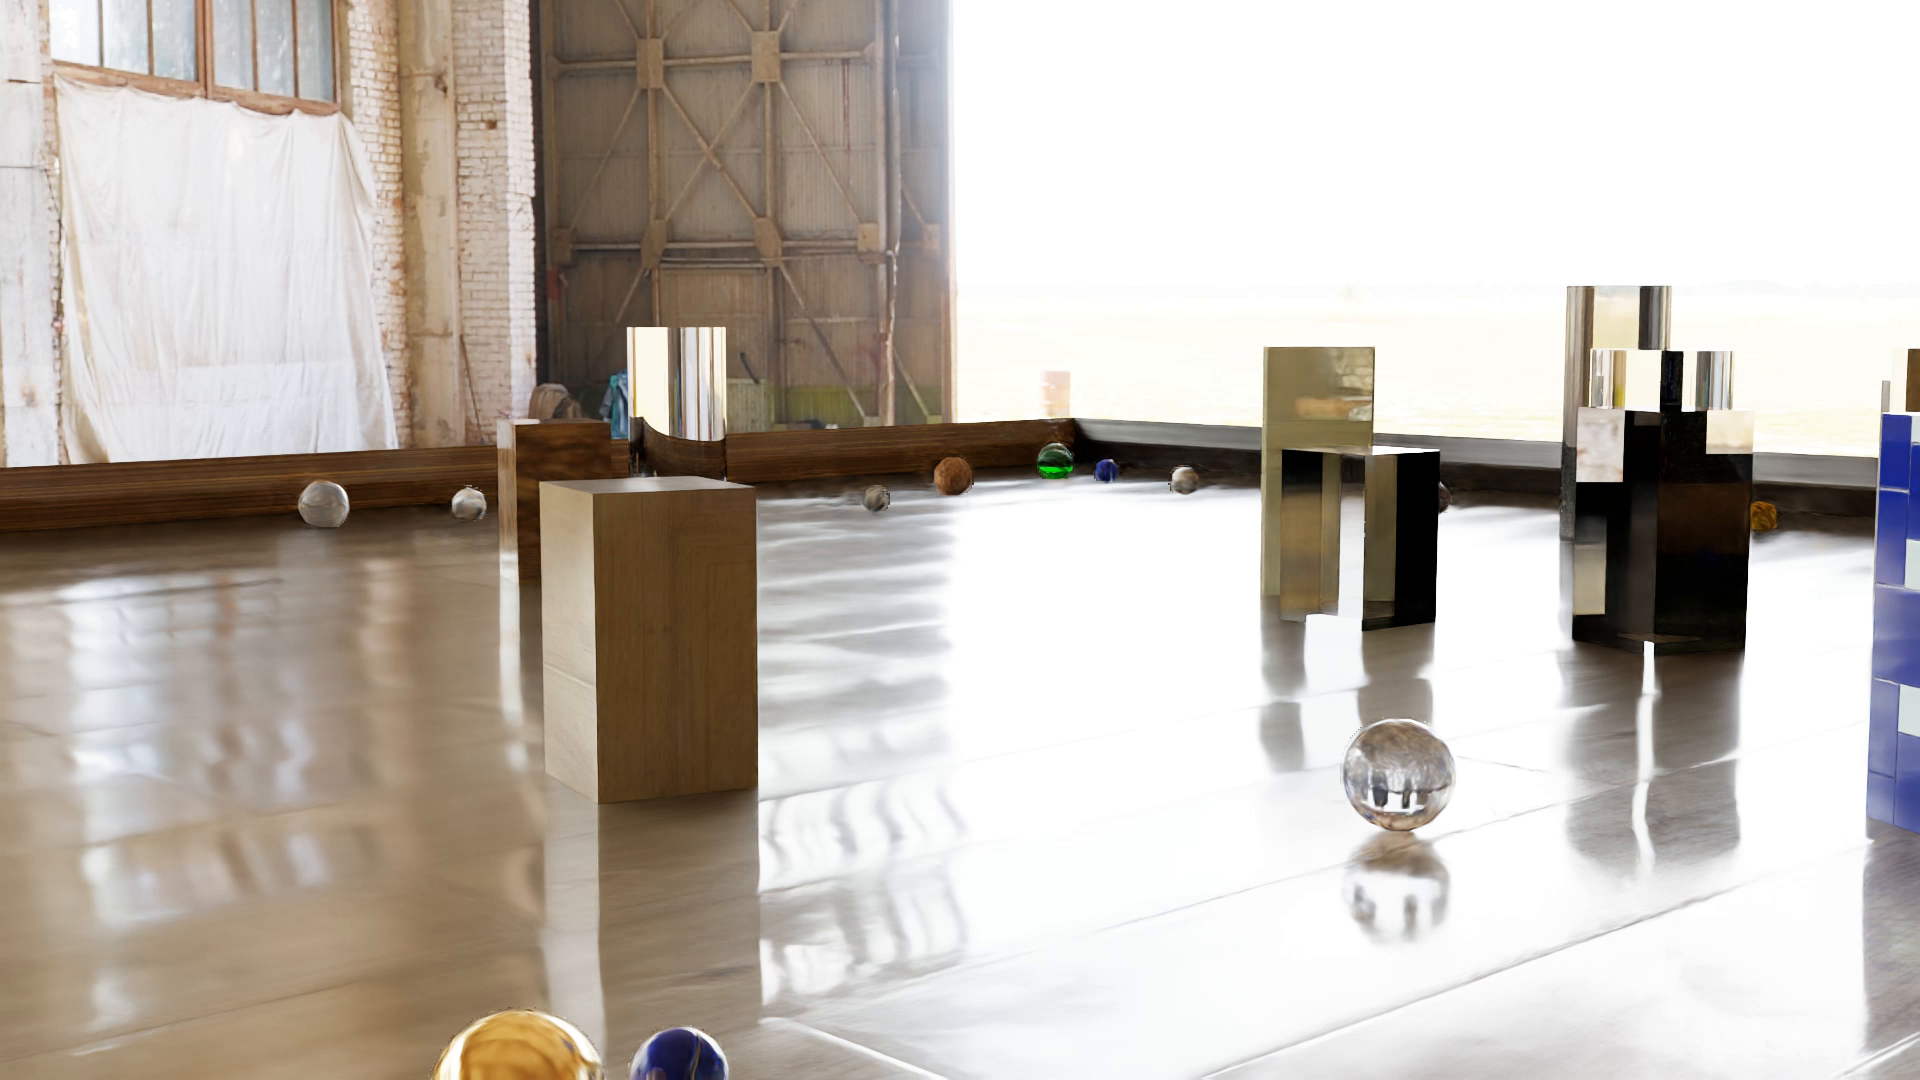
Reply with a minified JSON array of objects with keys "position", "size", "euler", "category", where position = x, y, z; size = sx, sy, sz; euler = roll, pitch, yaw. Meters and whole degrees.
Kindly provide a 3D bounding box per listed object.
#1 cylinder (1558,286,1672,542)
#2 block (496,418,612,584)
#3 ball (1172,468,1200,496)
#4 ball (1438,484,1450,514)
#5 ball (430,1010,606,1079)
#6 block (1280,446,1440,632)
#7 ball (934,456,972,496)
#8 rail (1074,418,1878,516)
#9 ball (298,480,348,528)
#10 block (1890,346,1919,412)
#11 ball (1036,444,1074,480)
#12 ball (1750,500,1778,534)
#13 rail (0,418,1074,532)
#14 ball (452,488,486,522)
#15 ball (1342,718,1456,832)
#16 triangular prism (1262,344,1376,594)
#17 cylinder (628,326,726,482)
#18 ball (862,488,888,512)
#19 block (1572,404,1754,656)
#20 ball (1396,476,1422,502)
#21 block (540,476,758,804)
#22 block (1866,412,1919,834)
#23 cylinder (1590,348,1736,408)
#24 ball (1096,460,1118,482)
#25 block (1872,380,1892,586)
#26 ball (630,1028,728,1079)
[{"position":[1.264,-0.243,4.241],"size":[0.197,0.491,0.197],"euler":[0,6,0],"category":"cylinder"},{"position":[-0.676,-0.068,3.667],"size":[0.157,0.261,0.157],"euler":[-2,6,-22],"category":"block"},{"position":[0.542,-0.141,5.299],"size":[0.067,0.067,0.067],"euler":[0,6,0],"category":"ball"},{"position":[1.031,-0.089,4.781],"size":[0.072,0.072,0.072],"euler":[0,6,0],"category":"ball"},{"position":[-0.225,0.285,1.118],"size":[0.090,0.090,0.090],"euler":[0,6,0],"category":"ball"},{"position":[0.572,-0.006,3.153],"size":[0.157,0.246,0.157],"euler":[-5,8,-38],"category":"block"},{"position":[-0.017,-0.153,5.285],"size":[0.094,0.094,0.094],"euler":[0,6,0],"category":"ball"},{"position":[1.755,-0.135,4.942],"size":[0.045,0.128,4.234],"euler":[-5,8,-42],"category":"rail"},{"position":[-1.300,-0.072,4.494],"size":[0.098,0.098,0.098],"euler":[0,6,0],"category":"ball"},{"position":[1.483,-0.093,3.291],"size":[0.157,0.389,0.157],"euler":[2,6,15],"category":"block"},{"position":[0.249,-0.205,5.767],"size":[0.096,0.096,0.096],"euler":[0,6,0],"category":"ball"},{"position":[1.599,-0.045,4.389],"size":[0.066,0.066,0.066],"euler":[0,6,0],"category":"ball"},{"position":[-1.420,-0.127,4.862],"size":[4.822,0.128,0.045],"euler":[-5,8,-42],"category":"rail"},{"position":[-1.037,-0.074,4.642],"size":[0.071,0.071,0.071],"euler":[0,6,0],"category":"ball"},{"position":[0.376,0.201,1.884],"size":[0.097,0.097,0.097],"euler":[0,6,0],"category":"ball"},{"position":[0.559,-0.115,3.501],"size":[0.170,0.389,0.147],"euler":[0,6,1],"category":"triangular prism"},{"position":[-0.571,-0.224,4.446],"size":[0.197,0.410,0.197],"euler":[0,6,0],"category":"cylinder"},{"position":[-0.187,-0.088,4.849],"size":[0.056,0.056,0.056],"euler":[0,6,0],"category":"ball"},{"position":[0.933,-0.018,2.925],"size":[0.157,0.315,0.157],"euler":[-3,7,-24],"category":"block"},{"position":[1.046,-0.120,5.126],"size":[0.062,0.062,0.062],"euler":[0,6,0],"category":"ball"},{"position":[-0.295,0.088,2.081],"size":[0.157,0.282,0.157],"euler":[-3,7,-28],"category":"block"},{"position":[0.896,0.073,1.869],"size":[0.157,0.356,0.157],"euler":[-2,6,-15],"category":"block"},{"position":[1.000,-0.078,3.150],"size":[0.197,0.389,0.197],"euler":[0,6,0],"category":"cylinder"},{"position":[0.380,-0.179,5.691],"size":[0.061,0.061,0.061],"euler":[0,6,0],"category":"ball"},{"position":[1.588,-0.089,3.528],"size":[0.157,0.333,0.157],"euler":[-4,7,-36],"category":"block"},{"position":[-0.153,0.294,1.202],"size":[0.054,0.054,0.054],"euler":[0,6,0],"category":"ball"}]
